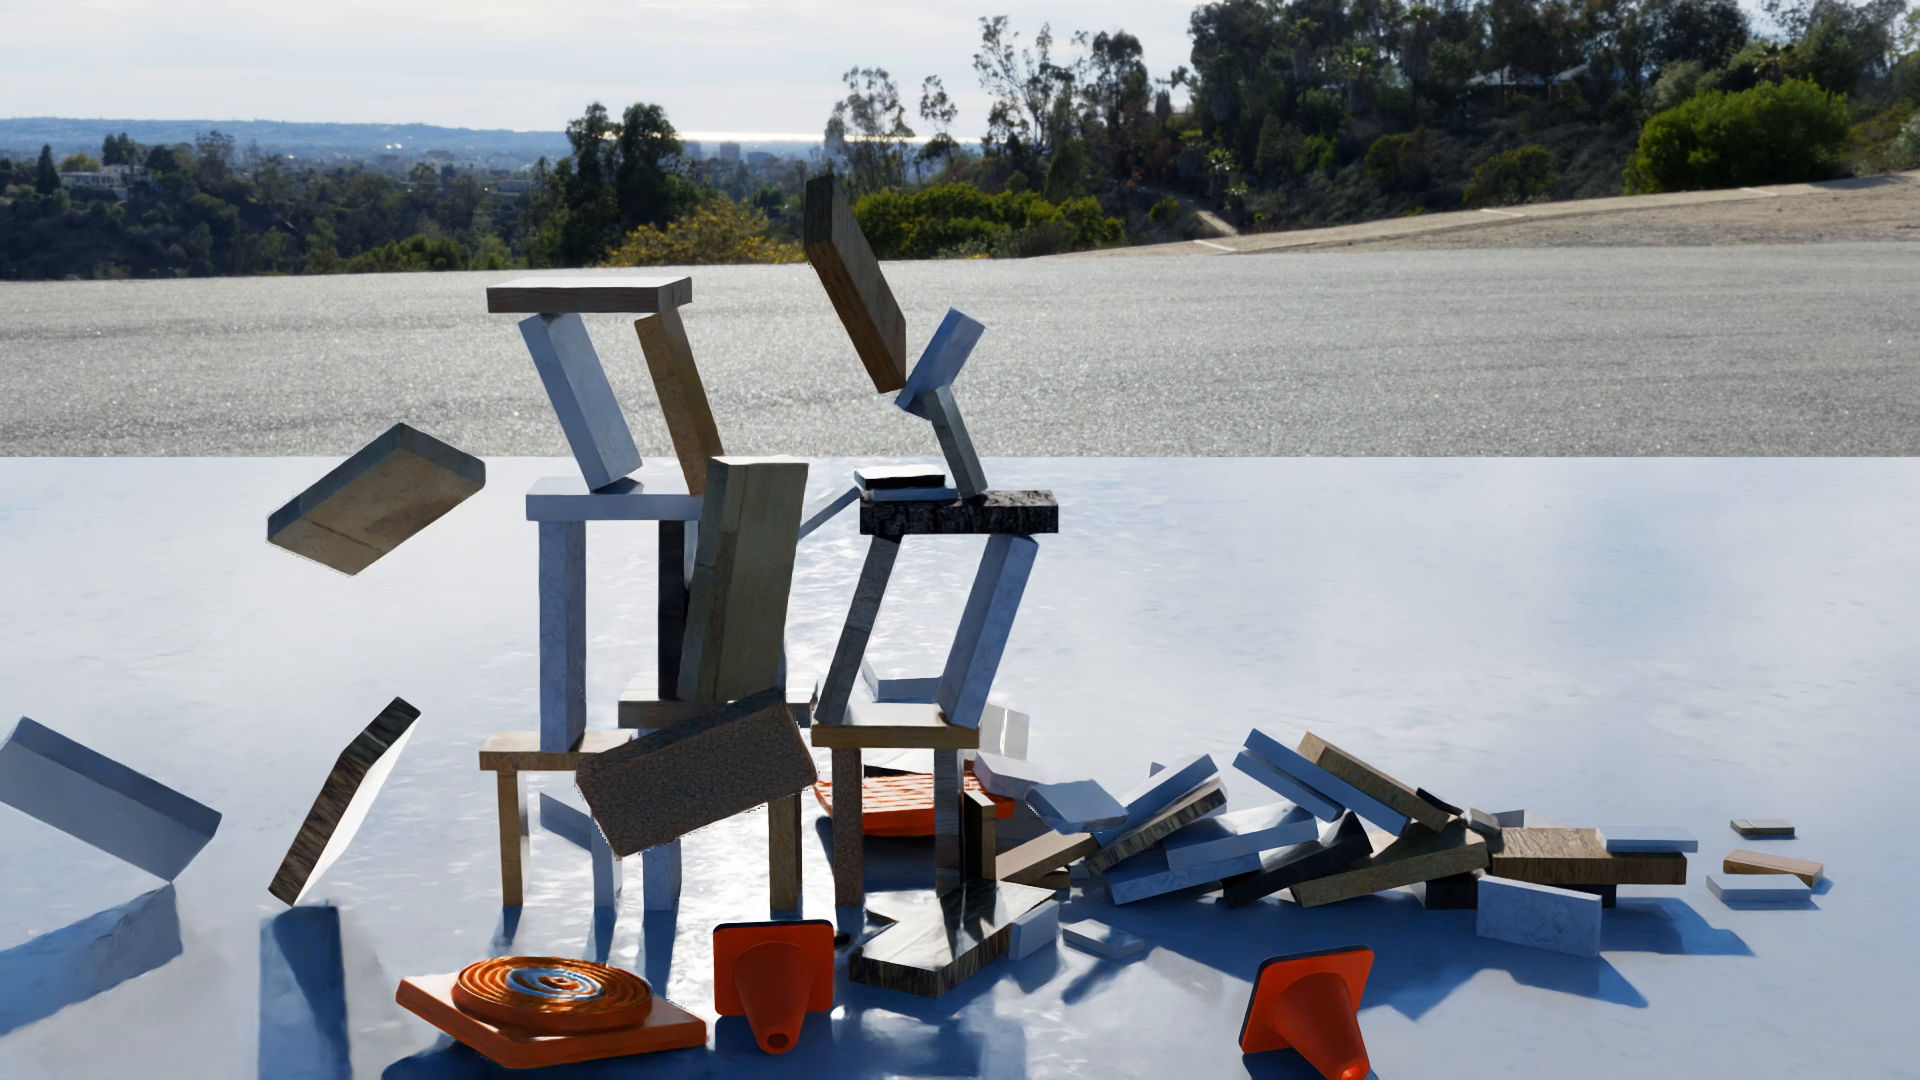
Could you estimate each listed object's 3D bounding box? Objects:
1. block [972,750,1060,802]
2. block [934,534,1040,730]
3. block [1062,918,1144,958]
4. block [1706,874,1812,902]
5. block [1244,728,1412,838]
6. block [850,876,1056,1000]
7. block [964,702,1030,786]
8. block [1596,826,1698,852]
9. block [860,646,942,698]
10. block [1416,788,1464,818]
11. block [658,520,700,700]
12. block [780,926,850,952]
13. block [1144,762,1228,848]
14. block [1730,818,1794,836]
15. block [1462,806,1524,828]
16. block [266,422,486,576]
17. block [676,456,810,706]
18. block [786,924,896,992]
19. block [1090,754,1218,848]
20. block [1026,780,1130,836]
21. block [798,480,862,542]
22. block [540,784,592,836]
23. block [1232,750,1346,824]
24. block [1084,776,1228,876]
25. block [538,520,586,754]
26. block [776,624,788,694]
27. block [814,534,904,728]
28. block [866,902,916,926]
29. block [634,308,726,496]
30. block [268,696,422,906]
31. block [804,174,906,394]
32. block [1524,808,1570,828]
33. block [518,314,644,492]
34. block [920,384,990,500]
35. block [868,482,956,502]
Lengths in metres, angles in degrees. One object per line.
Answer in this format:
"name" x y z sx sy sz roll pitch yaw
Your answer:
"block" 0.105 0.439 4.043 0.132 0.037 0.265 13 2 -6
"block" 0.042 0.135 3.561 0.045 0.315 0.157 17 7 -13
"block" 0.224 0.624 3.441 0.060 0.017 0.121 -9 14 -41
"block" 1.331 0.580 3.667 0.148 0.021 0.074 0 11 -1
"block" 0.618 0.404 3.681 0.291 0.035 0.123 31 4 17
"block" -0.005 0.614 3.424 0.150 0.043 0.396 6 12 28
"block" 0.053 0.403 4.344 0.156 0.044 0.311 16 18 -2
"block" 1.136 0.495 3.639 0.148 0.021 0.074 1 11 3
"block" -0.133 0.304 5.087 0.156 0.044 0.311 -2 11 -10
"block" 0.805 0.441 3.694 0.050 0.014 0.099 32 5 35
"block" -0.450 0.096 3.571 0.042 0.297 0.149 4 13 7
"block" -0.224 0.621 3.417 0.053 0.015 0.106 7 4 35
"block" 0.398 0.489 3.932 0.150 0.043 0.301 21 15 3
"block" 1.458 0.522 3.997 0.099 0.014 0.050 0 11 -3
"block" 0.888 0.517 3.803 0.187 0.094 0.027 -4 11 -21
"block" -0.984 -0.064 3.702 0.353 0.050 0.176 -30 -38 29
"block" -0.333 0.060 3.374 0.046 0.377 0.162 20 16 41
"block" -0.176 0.631 3.333 0.060 0.017 0.226 -24 -3 30
"block" 0.316 0.447 3.776 0.247 0.035 0.123 -31 0 -16
"block" 0.195 0.440 3.627 0.091 0.026 0.182 43 23 29
"block" -0.290 0.001 3.569 0.300 0.019 0.067 -36 17 -6
"block" -0.653 0.500 4.052 0.132 0.037 0.265 -8 13 -37
"block" 0.549 0.408 3.654 0.186 0.026 0.093 31 9 19
"block" 0.328 0.478 3.679 0.259 0.026 0.093 -30 2 9
"block" -0.646 0.140 3.579 0.042 0.384 0.148 3 12 3
"block" -0.294 0.178 3.595 0.019 0.134 0.067 -2 11 -1
"block" -0.162 0.133 3.573 0.045 0.315 0.158 19 11 -1
"block" -0.097 0.607 3.536 0.053 0.015 0.106 -9 14 -44
"block" -0.436 -0.223 3.465 0.041 0.286 0.143 -16 12 7
"block" -1.003 0.427 3.582 0.050 0.353 0.176 35 32 -2
"block" -0.163 -0.403 3.488 0.046 0.324 0.162 -14 46 13
"block" 1.037 0.525 3.946 0.094 0.027 0.187 -4 11 -23
"block" -0.603 -0.230 3.510 0.041 0.286 0.143 -20 8 17
"block" -0.008 -0.159 3.550 0.026 0.182 0.091 -20 4 16
"block" -0.078 -0.078 3.554 0.135 0.019 0.068 -2 11 -12
